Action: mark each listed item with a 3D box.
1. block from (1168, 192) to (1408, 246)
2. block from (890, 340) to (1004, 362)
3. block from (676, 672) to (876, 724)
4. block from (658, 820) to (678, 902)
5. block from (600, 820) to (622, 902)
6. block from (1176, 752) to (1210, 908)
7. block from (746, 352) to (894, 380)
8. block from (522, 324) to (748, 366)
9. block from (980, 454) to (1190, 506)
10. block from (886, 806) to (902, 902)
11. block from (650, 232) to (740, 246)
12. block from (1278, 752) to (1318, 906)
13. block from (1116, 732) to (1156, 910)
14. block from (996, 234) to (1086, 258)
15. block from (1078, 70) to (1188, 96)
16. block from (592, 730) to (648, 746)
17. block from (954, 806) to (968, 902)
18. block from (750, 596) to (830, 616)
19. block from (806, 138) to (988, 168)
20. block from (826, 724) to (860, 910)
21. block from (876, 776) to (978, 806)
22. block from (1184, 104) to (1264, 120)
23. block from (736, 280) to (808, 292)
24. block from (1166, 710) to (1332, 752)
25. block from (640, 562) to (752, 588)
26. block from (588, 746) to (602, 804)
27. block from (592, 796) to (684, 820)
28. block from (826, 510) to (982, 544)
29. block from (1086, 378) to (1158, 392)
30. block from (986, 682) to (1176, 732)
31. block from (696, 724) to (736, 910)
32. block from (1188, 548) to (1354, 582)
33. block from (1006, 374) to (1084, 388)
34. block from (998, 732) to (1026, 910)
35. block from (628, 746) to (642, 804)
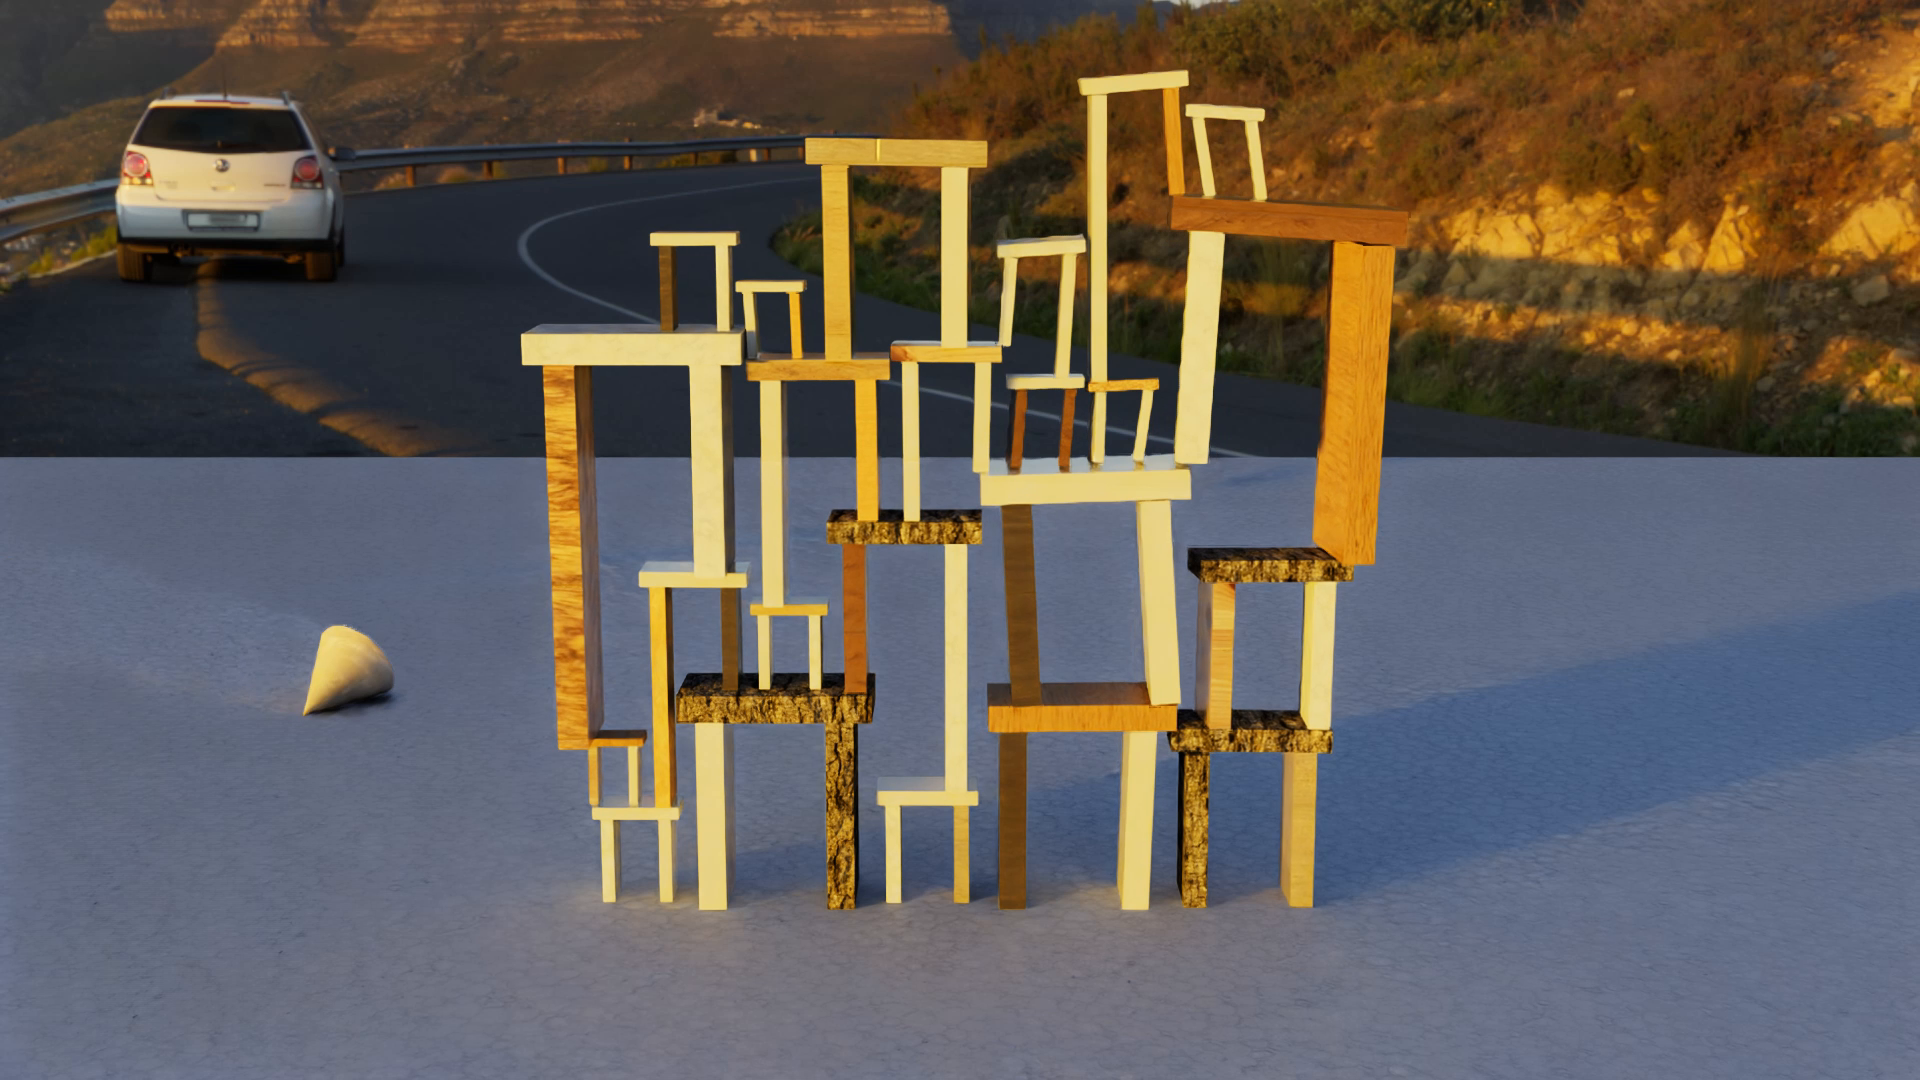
[{"bbox_3d":[0.509,-0.506,3.452,0.358,0.051,0.179,4,11,3],"label":"block"},{"bbox_3d":[-0.020,-0.300,3.494,0.175,0.025,0.087,1,11,3],"label":"block"},{"bbox_3d":[-0.299,0.259,3.610,0.314,0.044,0.157,0,11,0],"label":"block"},{"bbox_3d":[-0.484,0.521,3.652,0.020,0.141,0.071,0,11,0],"label":"block"},{"bbox_3d":[-0.579,0.521,3.652,0.020,0.141,0.071,0,11,0],"label":"block"},{"bbox_3d":[0.385,0.462,3.642,0.037,0.260,0.130,0,11,0],"label":"block"},{"bbox_3d":[-0.222,-0.277,3.508,0.226,0.032,0.113,0,11,1],"label":"block"},{"bbox_3d":[-0.510,-0.311,3.494,0.339,0.048,0.170,0,11,0],"label":"block"},{"bbox_3d":[0.198,-0.098,3.531,0.329,0.047,0.164,-2,11,1],"label":"block"},{"bbox_3d":[-0.109,0.508,3.651,0.024,0.167,0.084,0,11,0],"label":"block"},{"bbox_3d":[-0.416,-0.475,3.462,0.133,0.019,0.067,0,11,0],"label":"block"},{"bbox_3d":[0.560,0.461,3.645,0.037,0.260,0.130,0,10,0],"label":"block"},{"bbox_3d":[0.291,0.441,3.641,0.043,0.302,0.151,2,11,0],"label":"block"},{"bbox_3d":[0.127,-0.462,3.457,0.138,0.020,0.069,-4,15,0],"label":"block"},{"bbox_3d":[0.268,-0.711,3.415,0.164,0.023,0.082,-5,13,0],"label":"block"},{"bbox_3d":[-0.569,0.326,3.623,0.099,0.014,0.050,0,11,0],"label":"block"},{"bbox_3d":[0.002,0.508,3.651,0.024,0.167,0.084,0,11,0],"label":"block"},{"bbox_3d":[-0.276,0.107,3.577,0.124,0.018,0.062,0,11,0],"label":"block"},{"bbox_3d":[-0.097,-0.606,3.434,0.278,0.039,0.139,1,11,0],"label":"block"},{"bbox_3d":[-0.194,0.435,3.643,0.044,0.314,0.157,0,11,0],"label":"block"},{"bbox_3d":[-0.054,0.414,3.633,0.167,0.024,0.084,0,11,0],"label":"block"},{"bbox_3d":[0.412,-0.668,3.430,0.121,0.017,0.060,4,14,3],"label":"block"},{"bbox_3d":[-0.297,-0.402,3.474,0.105,0.015,0.053,1,11,5],"label":"block"},{"bbox_3d":[0.474,0.314,3.623,0.260,0.037,0.130,1,10,1],"label":"block"},{"bbox_3d":[-0.429,0.056,3.573,0.172,0.024,0.086,0,11,0],"label":"block"},{"bbox_3d":[-0.602,0.382,3.634,0.014,0.099,0.050,1,11,0],"label":"block"},{"bbox_3d":[-0.532,0.442,3.637,0.141,0.020,0.071,0,11,0],"label":"block"},{"bbox_3d":[-0.088,-0.022,3.557,0.246,0.035,0.123,0,11,1],"label":"block"},{"bbox_3d":[0.259,-0.247,3.521,0.112,0.016,0.056,-3,4,-1],"label":"block"},{"bbox_3d":[0.196,0.273,3.603,0.302,0.043,0.151,0,11,-1],"label":"block"},{"bbox_3d":[-0.404,0.435,3.643,0.044,0.314,0.157,0,11,0],"label":"block"},{"bbox_3d":[0.501,0.040,3.559,0.244,0.035,0.122,0,9,-6],"label":"block"},{"bbox_3d":[0.136,-0.254,3.520,0.123,0.017,0.062,0,9,0],"label":"block"},{"bbox_3d":[0.086,0.442,3.641,0.043,0.302,0.151,0,11,0],"label":"block"},{"bbox_3d":[-0.537,0.382,3.634,0.014,0.099,0.049,1,11,0],"label":"block"}]
